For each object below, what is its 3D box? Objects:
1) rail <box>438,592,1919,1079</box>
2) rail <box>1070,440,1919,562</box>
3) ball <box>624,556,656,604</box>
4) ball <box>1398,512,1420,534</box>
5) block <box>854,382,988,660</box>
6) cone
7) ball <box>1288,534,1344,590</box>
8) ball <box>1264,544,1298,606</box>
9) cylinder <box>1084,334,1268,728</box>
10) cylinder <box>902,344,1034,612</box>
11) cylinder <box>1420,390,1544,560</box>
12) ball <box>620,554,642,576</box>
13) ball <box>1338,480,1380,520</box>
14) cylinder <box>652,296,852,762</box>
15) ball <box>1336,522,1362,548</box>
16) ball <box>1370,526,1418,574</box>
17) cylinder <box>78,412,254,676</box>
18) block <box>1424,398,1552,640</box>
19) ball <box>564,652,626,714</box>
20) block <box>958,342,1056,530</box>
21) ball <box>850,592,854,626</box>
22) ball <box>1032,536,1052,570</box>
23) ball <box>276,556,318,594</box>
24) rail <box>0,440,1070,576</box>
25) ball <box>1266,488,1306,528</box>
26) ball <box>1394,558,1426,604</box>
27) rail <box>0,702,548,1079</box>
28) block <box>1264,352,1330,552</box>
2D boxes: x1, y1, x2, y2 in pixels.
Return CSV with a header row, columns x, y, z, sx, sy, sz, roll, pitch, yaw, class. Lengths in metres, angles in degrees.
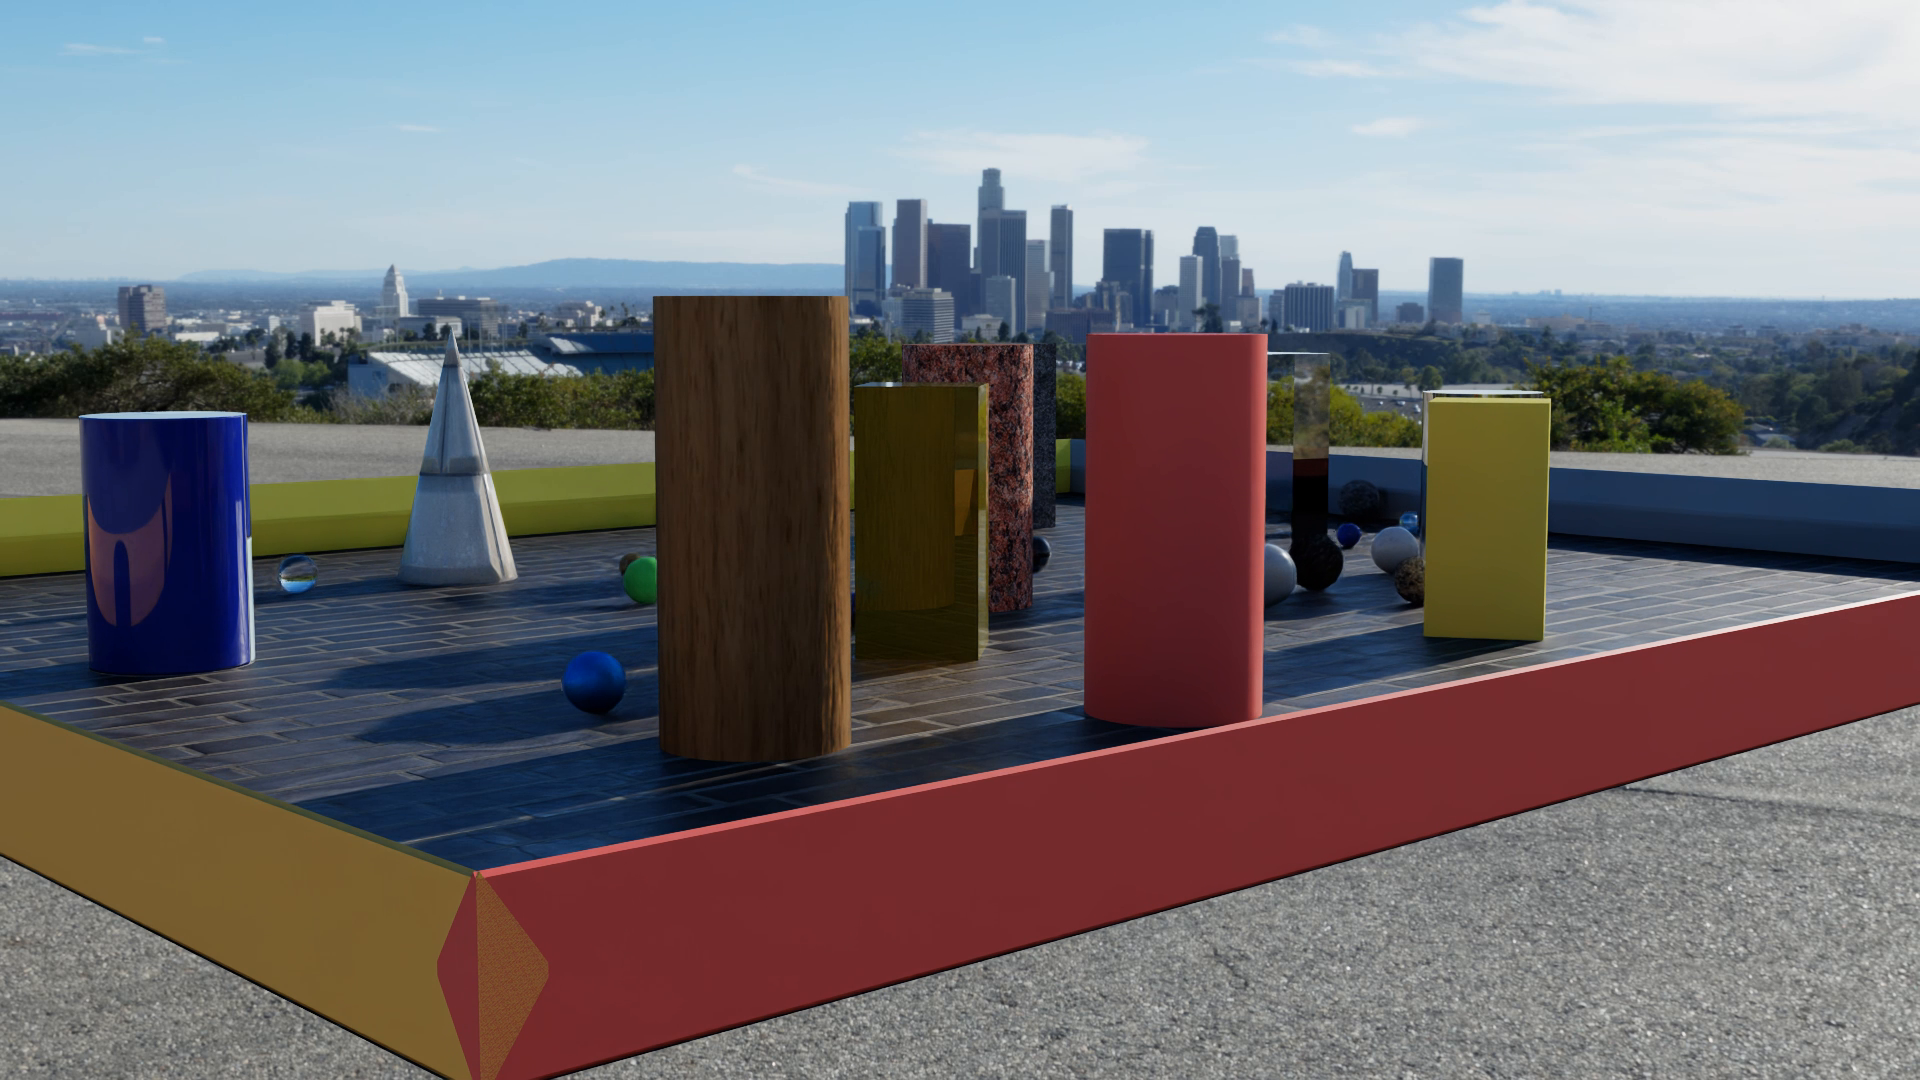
x,y,z,sx,sy,sz,roll,pitch,yaw,class
0.907,0.135,2.354,3.252,0.129,0.045,-5,8,-42,rail
1.178,-0.079,4.412,0.045,0.129,2.723,-5,8,-42,rail
-0.475,0.062,3.341,0.073,0.073,0.073,0,6,0,ball
0.898,-0.033,4.394,0.043,0.043,0.043,0,6,0,ball
-0.048,-0.028,2.874,0.159,0.349,0.159,1,6,5,block
-0.839,-0.146,3.651,0.198,0.421,0.198,0,6,0,cone
0.567,0.036,3.512,0.089,0.089,0.089,0,6,0,ball
0.461,0.053,3.315,0.095,0.095,0.095,0,6,0,ball
0.238,-0.018,2.434,0.198,0.419,0.198,0,6,0,cylinder
0.011,-0.098,3.330,0.198,0.394,0.198,0,6,0,cylinder
0.882,-0.097,3.725,0.198,0.308,0.198,0,6,0,cylinder
-0.545,0.044,3.658,0.043,0.043,0.043,0,6,0,ball
0.850,-0.085,4.677,0.087,0.087,0.087,0,6,0,ball
-0.212,-0.019,2.252,0.198,0.459,0.198,0,6,0,cylinder
0.733,-0.009,4.147,0.046,0.046,0.046,0,6,0,ball
0.737,0.017,3.731,0.080,0.080,0.080,0,6,0,ball
-0.996,0.000,2.766,0.198,0.315,0.198,0,6,0,cylinder
0.734,-0.033,3.054,0.159,0.321,0.159,2,6,16,block
-0.404,0.158,2.436,0.069,0.069,0.069,0,6,0,ball
0.085,-0.215,4.527,0.159,0.378,0.159,-5,8,-39,block
-0.145,0.098,3.108,0.049,0.049,0.049,0,6,0,ball
0.128,0.023,3.779,0.059,0.059,0.059,0,6,0,ball
-1.044,0.055,3.465,0.061,0.061,0.061,0,6,0,ball
-0.907,-0.068,4.310,3.252,0.129,0.045,-5,8,-42,rail
0.667,-0.064,4.503,0.082,0.082,0.082,0,6,0,ball
0.697,0.063,3.357,0.068,0.068,0.068,0,6,0,ball
-1.178,0.146,2.251,0.045,0.129,2.723,-5,8,-42,rail
0.502,-0.124,3.673,0.159,0.374,0.159,-4,7,-34,block
